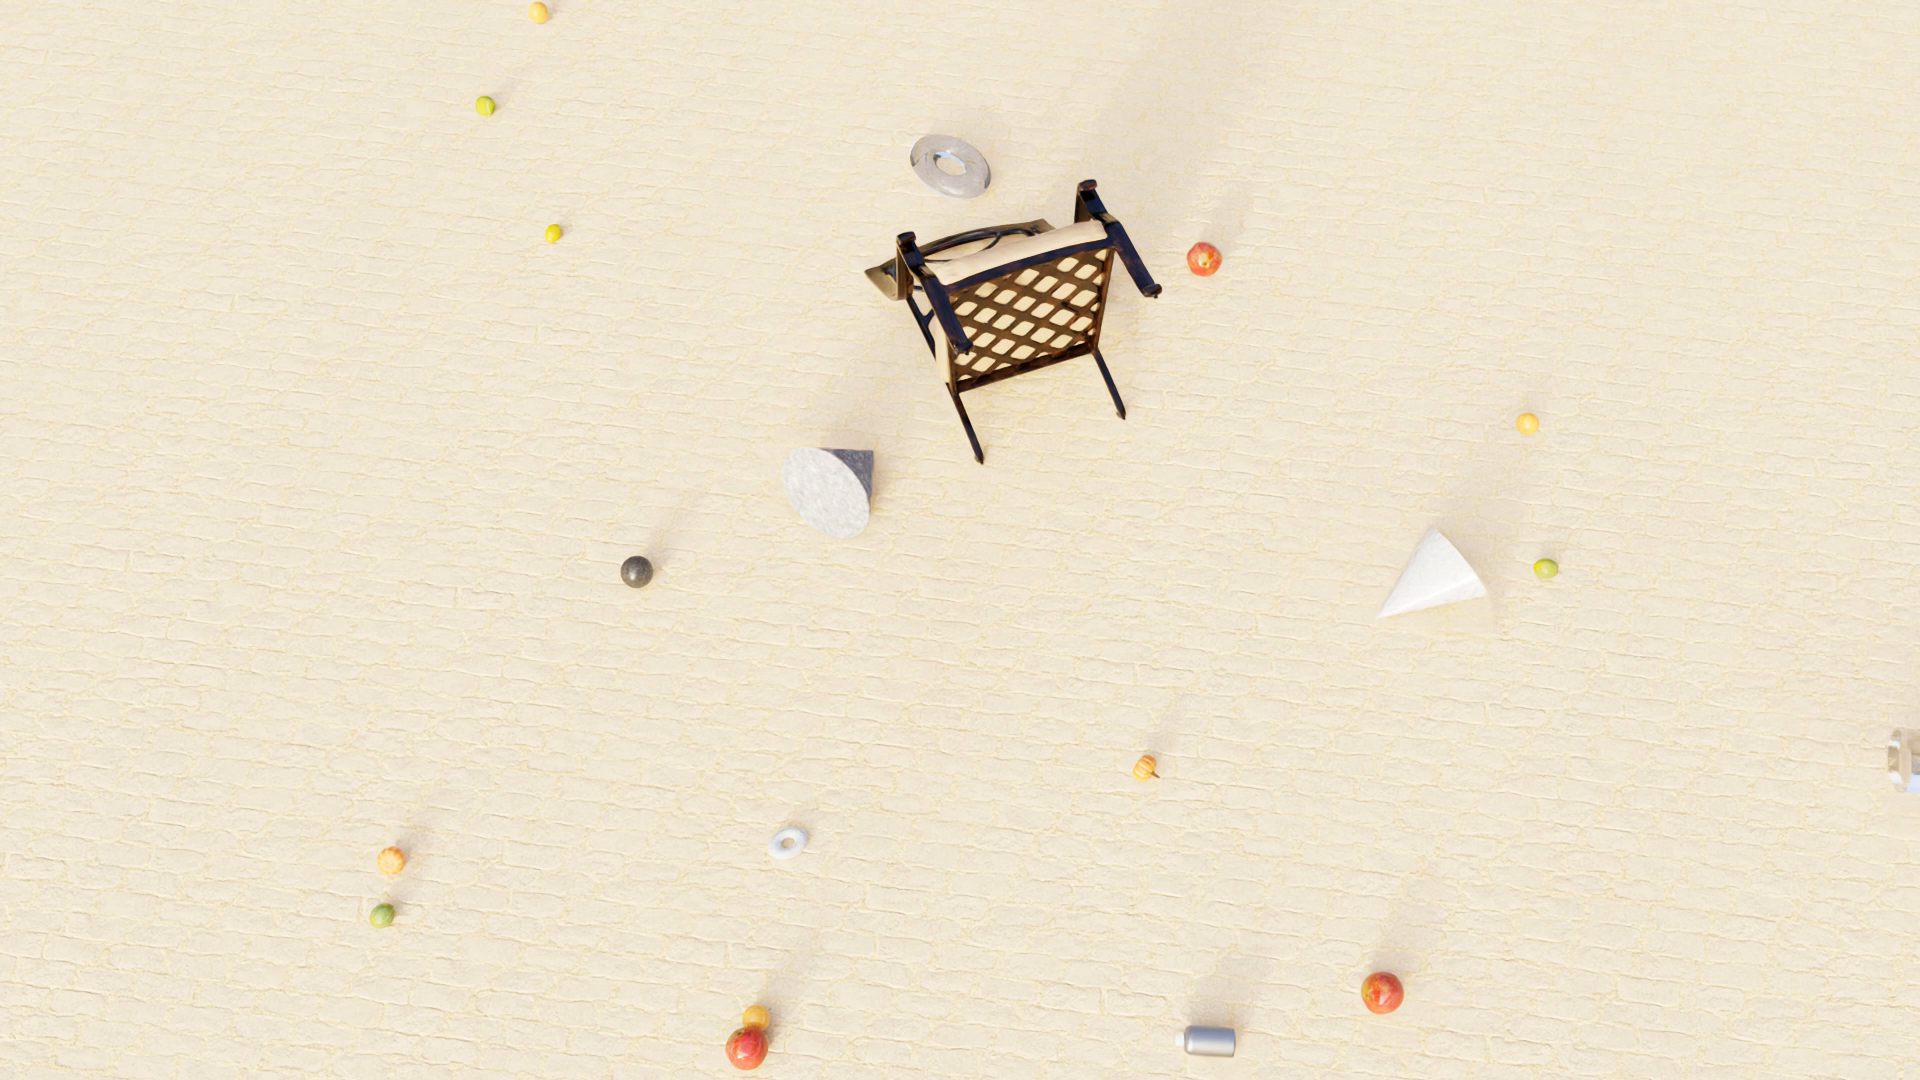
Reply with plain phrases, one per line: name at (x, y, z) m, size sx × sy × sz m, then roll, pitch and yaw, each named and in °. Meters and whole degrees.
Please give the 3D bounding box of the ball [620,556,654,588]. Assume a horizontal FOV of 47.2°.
ball at (-0.948, 0.094, 6.452) m, size 0.098 × 0.098 × 0.098 m, roll 0°, pitch 56°, yaw 0°

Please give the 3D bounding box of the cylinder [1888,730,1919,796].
cylinder at (2.646, 0.617, 6.059) m, size 0.112 × 0.149 × 0.224 m, roll 7°, pitch 30°, yaw 4°

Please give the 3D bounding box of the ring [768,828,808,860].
ring at (-0.470, 0.827, 6.002) m, size 0.116 × 0.029 × 0.089 m, roll -28°, pitch 60°, yaw -18°

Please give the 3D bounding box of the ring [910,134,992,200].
ring at (-0.033, -1.254, 7.378) m, size 0.226 × 0.063 × 0.323 m, roll -39°, pitch 65°, yaw -22°

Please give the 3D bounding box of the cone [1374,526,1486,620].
cone at (1.331, 0.146, 6.413) m, size 0.294 × 0.203 × 0.300 m, roll -35°, pitch 37°, yaw 2°

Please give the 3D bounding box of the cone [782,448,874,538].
cone at (-0.333, -0.208, 6.638) m, size 0.315 × 0.261 × 0.309 m, roll 46°, pitch 38°, yaw -1°
